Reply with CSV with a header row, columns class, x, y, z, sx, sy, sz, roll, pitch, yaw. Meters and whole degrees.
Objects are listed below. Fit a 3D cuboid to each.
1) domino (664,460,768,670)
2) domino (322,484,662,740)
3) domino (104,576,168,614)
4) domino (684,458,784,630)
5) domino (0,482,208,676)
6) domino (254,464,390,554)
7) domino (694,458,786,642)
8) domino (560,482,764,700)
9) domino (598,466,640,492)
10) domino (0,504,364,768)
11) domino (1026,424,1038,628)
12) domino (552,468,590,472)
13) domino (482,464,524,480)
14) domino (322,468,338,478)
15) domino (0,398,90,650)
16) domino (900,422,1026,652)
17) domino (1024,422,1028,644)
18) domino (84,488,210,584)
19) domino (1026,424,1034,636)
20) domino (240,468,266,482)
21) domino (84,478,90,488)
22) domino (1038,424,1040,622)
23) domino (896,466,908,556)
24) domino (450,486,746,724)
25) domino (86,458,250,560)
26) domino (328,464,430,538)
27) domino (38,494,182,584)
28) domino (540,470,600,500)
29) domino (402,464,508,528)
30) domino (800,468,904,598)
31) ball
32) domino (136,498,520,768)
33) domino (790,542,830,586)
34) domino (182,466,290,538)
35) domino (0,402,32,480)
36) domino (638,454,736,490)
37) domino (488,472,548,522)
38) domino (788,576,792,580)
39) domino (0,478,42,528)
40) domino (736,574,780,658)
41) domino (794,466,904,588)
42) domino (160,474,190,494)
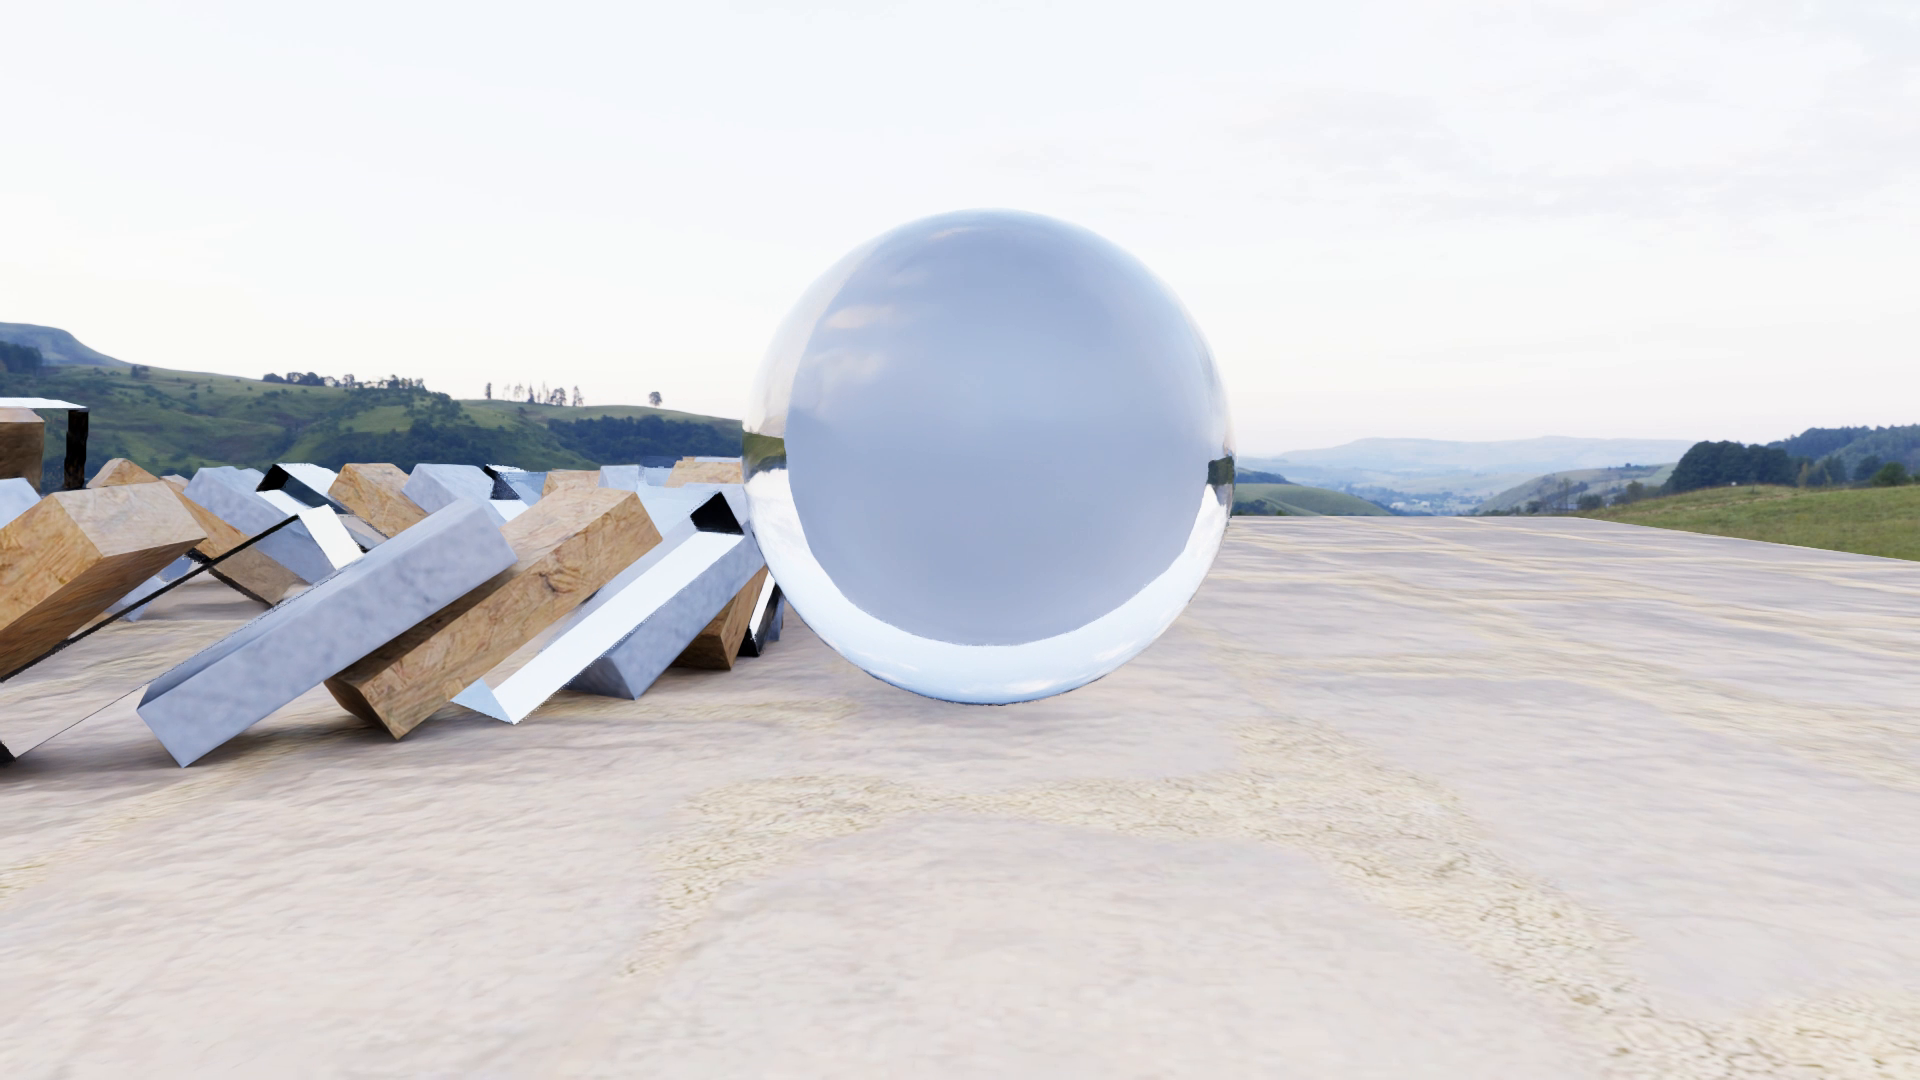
class,x,y,z,sx,sy,sz,roll,pitch,yaw
domino,-0.052,0.004,0.258,0.025,0.010,0.050,2,42,10
domino,-0.074,0.009,0.203,0.025,0.009,0.050,7,40,47
domino,-0.219,0.001,0.305,0.025,0.009,0.050,3,-32,31
domino,-0.055,0.000,0.308,0.025,0.009,0.050,1,43,-8
domino,-0.127,0.011,0.166,0.050,0.009,0.025,-35,7,0
domino,-0.168,-0.003,0.361,0.050,0.009,0.025,36,0,-7
domino,-0.051,0.001,0.292,0.025,0.009,0.050,2,42,-1
domino,-0.054,0.008,0.234,0.025,0.010,0.050,3,37,33
domino,-0.076,-0.001,0.337,0.025,0.010,0.050,-3,40,-32
domino,-0.109,0.013,0.175,0.050,0.009,0.025,-32,13,-13
domino,0.006,-0.004,0.304,0.025,0.050,0.009,0,-28,3
domino,-0.112,-0.007,0.429,0.050,0.010,0.025,33,12,18
domino,-0.135,-0.008,0.430,0.050,0.010,0.025,32,3,5
domino,-0.190,-0.006,0.420,0.050,0.009,0.025,31,-2,-11
domino,-0.176,0.000,0.233,0.010,0.050,0.025,14,9,20
domino,0.001,-0.001,0.271,0.025,0.050,0.010,0,-28,3
domino,0.002,-0.002,0.282,0.025,0.050,0.009,0,-28,3
domino,-0.211,0.000,0.323,0.025,0.009,0.050,4,-30,40
domino,0.004,-0.003,0.293,0.025,0.050,0.009,0,-28,3
domino,-0.209,-0.006,0.413,0.050,0.010,0.025,32,-6,-16
domino,-0.243,-0.003,0.390,0.050,0.009,0.025,32,-14,-31
domino,0.007,-0.005,0.315,0.025,0.050,0.009,0,-28,3
domino,-0.004,-0.002,0.361,0.025,0.009,0.050,0,38,-8
domino,-0.063,0.009,0.215,0.025,0.009,0.050,5,39,46
domino,-0.201,-0.002,0.338,0.025,0.009,0.050,2,-34,49
domino,-0.150,-0.003,0.364,0.050,0.009,0.025,36,5,2
domino,-0.257,-0.002,0.372,0.025,0.010,0.050,3,-25,44
domino,-0.092,-0.001,0.350,0.025,0.009,0.050,-4,38,-44
domino,-0.131,-0.003,0.366,0.050,0.009,0.025,37,12,13
domino,-0.024,-0.003,0.375,0.025,0.009,0.050,-3,38,-38
ball,0.005,-0.013,0.210,0.080,0.080,0.080,0,4,0
domino,-0.091,0.012,0.187,0.050,0.009,0.025,-35,19,-21
domino,-0.054,-0.006,0.400,0.025,0.009,0.050,-4,39,-50
domino,-0.185,-0.002,0.355,0.050,0.009,0.025,34,-3,-12
domino,-0.191,-0.001,0.239,0.010,0.050,0.025,25,18,32
domino,-0.065,-0.002,0.323,0.025,0.009,0.050,-1,44,-24
domino,-0.108,-0.002,0.361,0.050,0.009,0.025,41,27,30
domino,-0.068,-0.004,0.411,0.050,0.009,0.025,36,25,32
domino,-0.143,0.011,0.162,0.050,0.009,0.025,-35,6,6
domino,-0.049,0.003,0.273,0.025,0.009,0.050,1,42,9
domino,-0.039,-0.005,0.389,0.025,0.009,0.050,-1,37,-46
domino,-0.226,-0.004,0.404,0.050,0.009,0.025,30,-7,-21
